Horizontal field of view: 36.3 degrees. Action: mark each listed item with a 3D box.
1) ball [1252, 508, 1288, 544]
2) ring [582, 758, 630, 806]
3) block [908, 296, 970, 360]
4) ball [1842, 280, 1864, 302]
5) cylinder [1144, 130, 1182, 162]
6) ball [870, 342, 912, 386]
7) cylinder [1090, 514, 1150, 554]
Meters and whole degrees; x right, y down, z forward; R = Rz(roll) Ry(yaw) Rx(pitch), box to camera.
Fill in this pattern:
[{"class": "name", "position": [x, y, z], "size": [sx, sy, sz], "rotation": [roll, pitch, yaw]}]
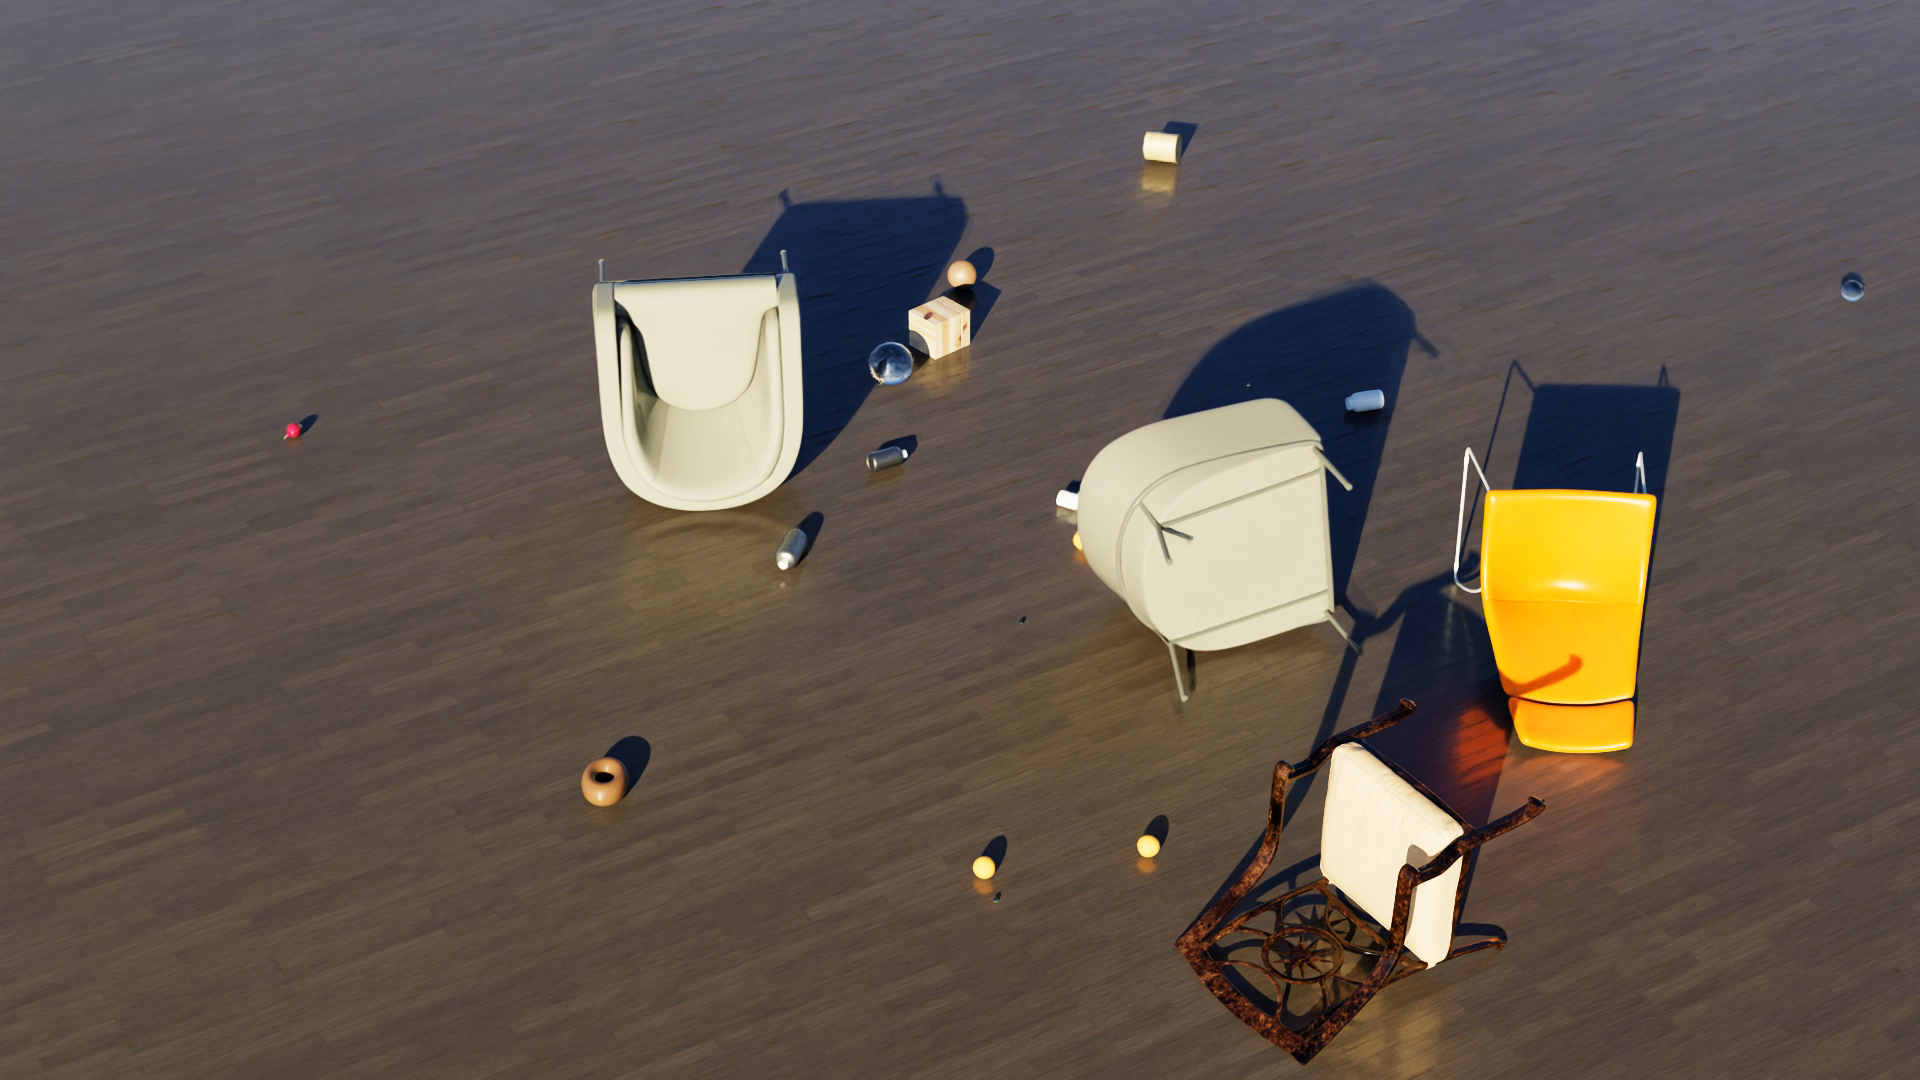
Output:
[{"class": "ball", "position": [1.150, -0.049, 10.896], "size": [0.134, 0.134, 0.134], "rotation": [0, 33, 0]}, {"class": "ring", "position": [-1.169, 0.796, 9.663], "size": [0.157, 0.082, 0.213], "rotation": [2, 32, 1]}, {"class": "block", "position": [-0.085, -0.879, 12.132], "size": [0.190, 0.161, 0.165], "rotation": [-26, 42, -34]}, {"class": "ball", "position": [3.794, -1.058, 12.467], "size": [0.092, 0.092, 0.092], "rotation": [0, 33, 0]}, {"class": "cylinder", "position": [0.939, -1.820, 13.570], "size": [0.148, 0.128, 0.180], "rotation": [9, -4, 13]}, {"class": "ball", "position": [-0.279, -0.713, 11.865], "size": [0.177, 0.177, 0.177], "rotation": [0, 33, 0]}, {"class": "cylinder", "position": [0.595, -0.024, 10.896], "size": [0.192, 0.091, 0.123], "rotation": [-22, 18, -18]}]
